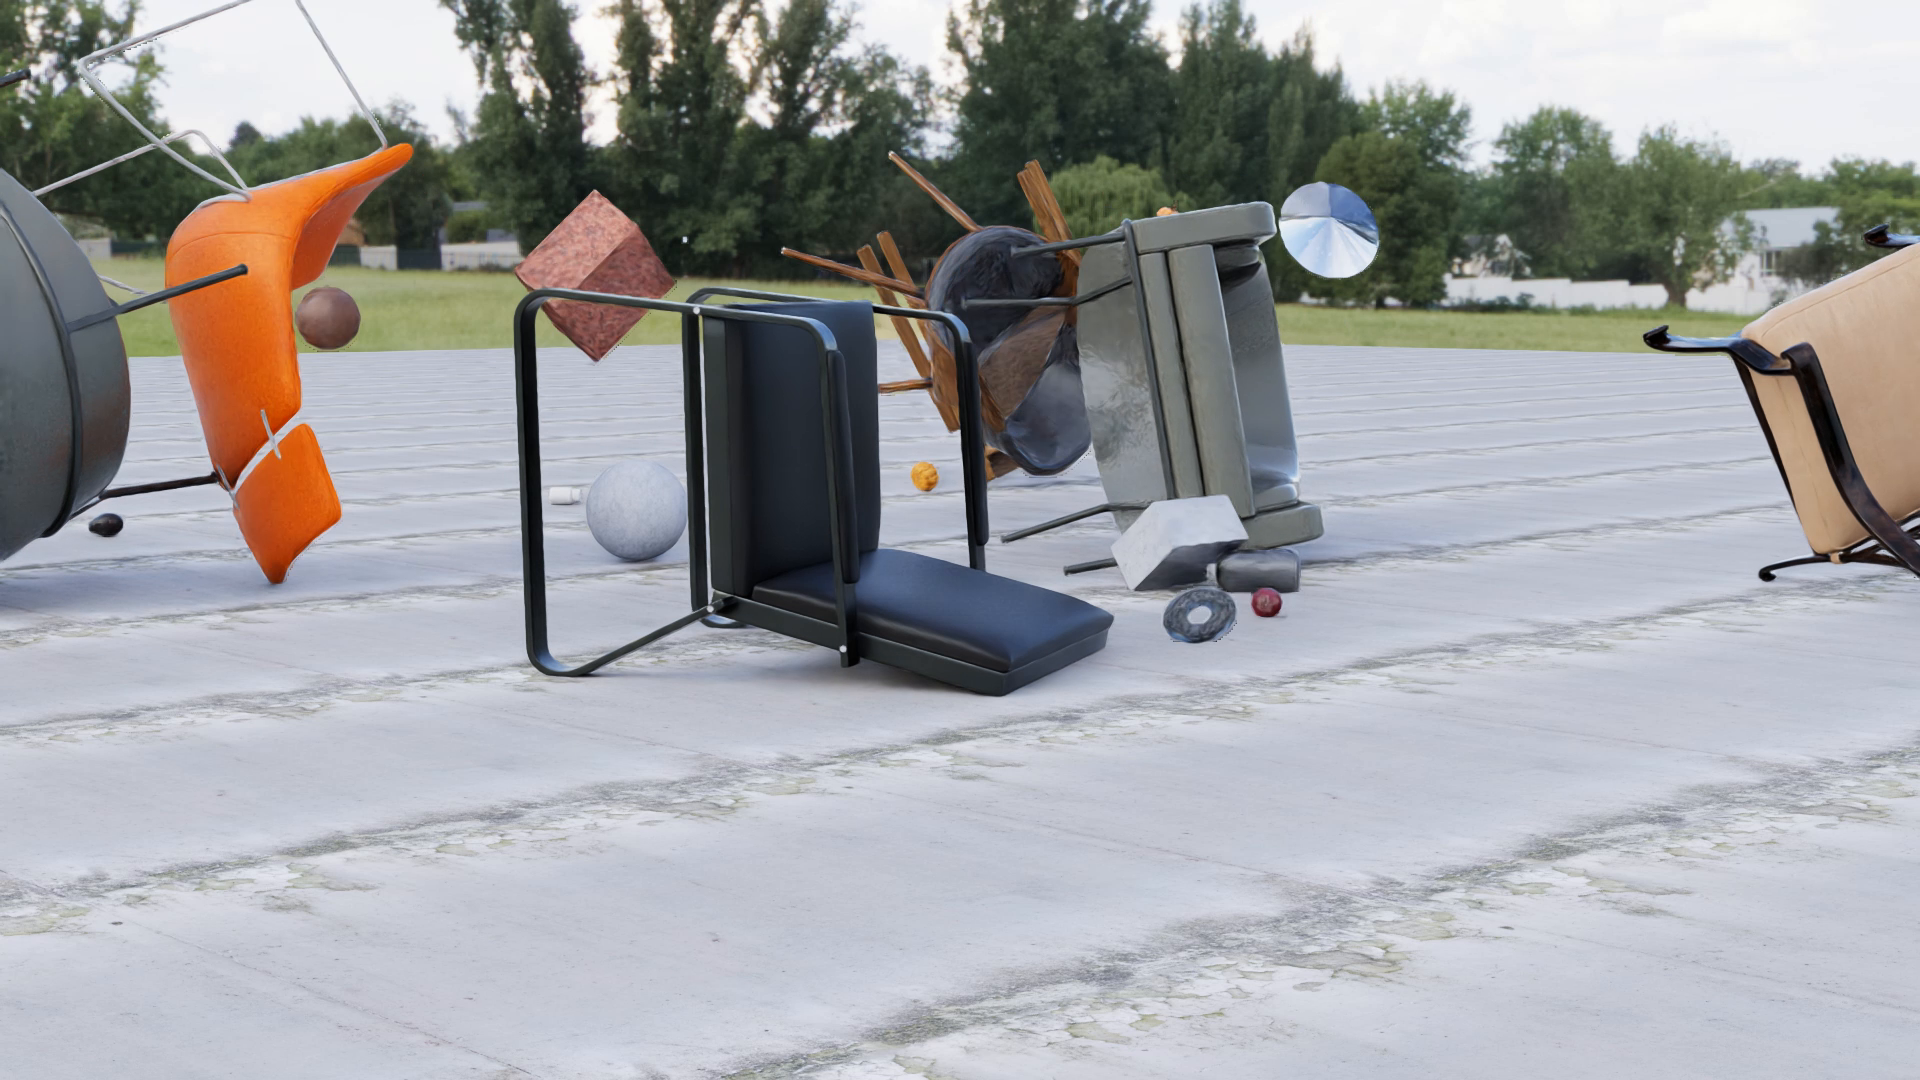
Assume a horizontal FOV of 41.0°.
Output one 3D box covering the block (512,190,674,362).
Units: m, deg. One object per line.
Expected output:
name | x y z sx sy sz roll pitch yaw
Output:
block | -0.821 -0.591 5.780 0.142 0.258 0.301 41 -8 21

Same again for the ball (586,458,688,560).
ball | -0.747 -0.070 5.939 0.236 0.236 0.236 0 6 0

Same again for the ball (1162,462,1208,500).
ball | 0.645 -0.162 7.350 0.129 0.129 0.129 0 6 0

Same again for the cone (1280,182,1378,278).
cone | 0.788 -0.674 5.464 0.229 0.192 0.146 43 1 8

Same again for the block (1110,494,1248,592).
block | 0.461 0.006 5.381 0.205 0.110 0.177 -6 -28 -36
